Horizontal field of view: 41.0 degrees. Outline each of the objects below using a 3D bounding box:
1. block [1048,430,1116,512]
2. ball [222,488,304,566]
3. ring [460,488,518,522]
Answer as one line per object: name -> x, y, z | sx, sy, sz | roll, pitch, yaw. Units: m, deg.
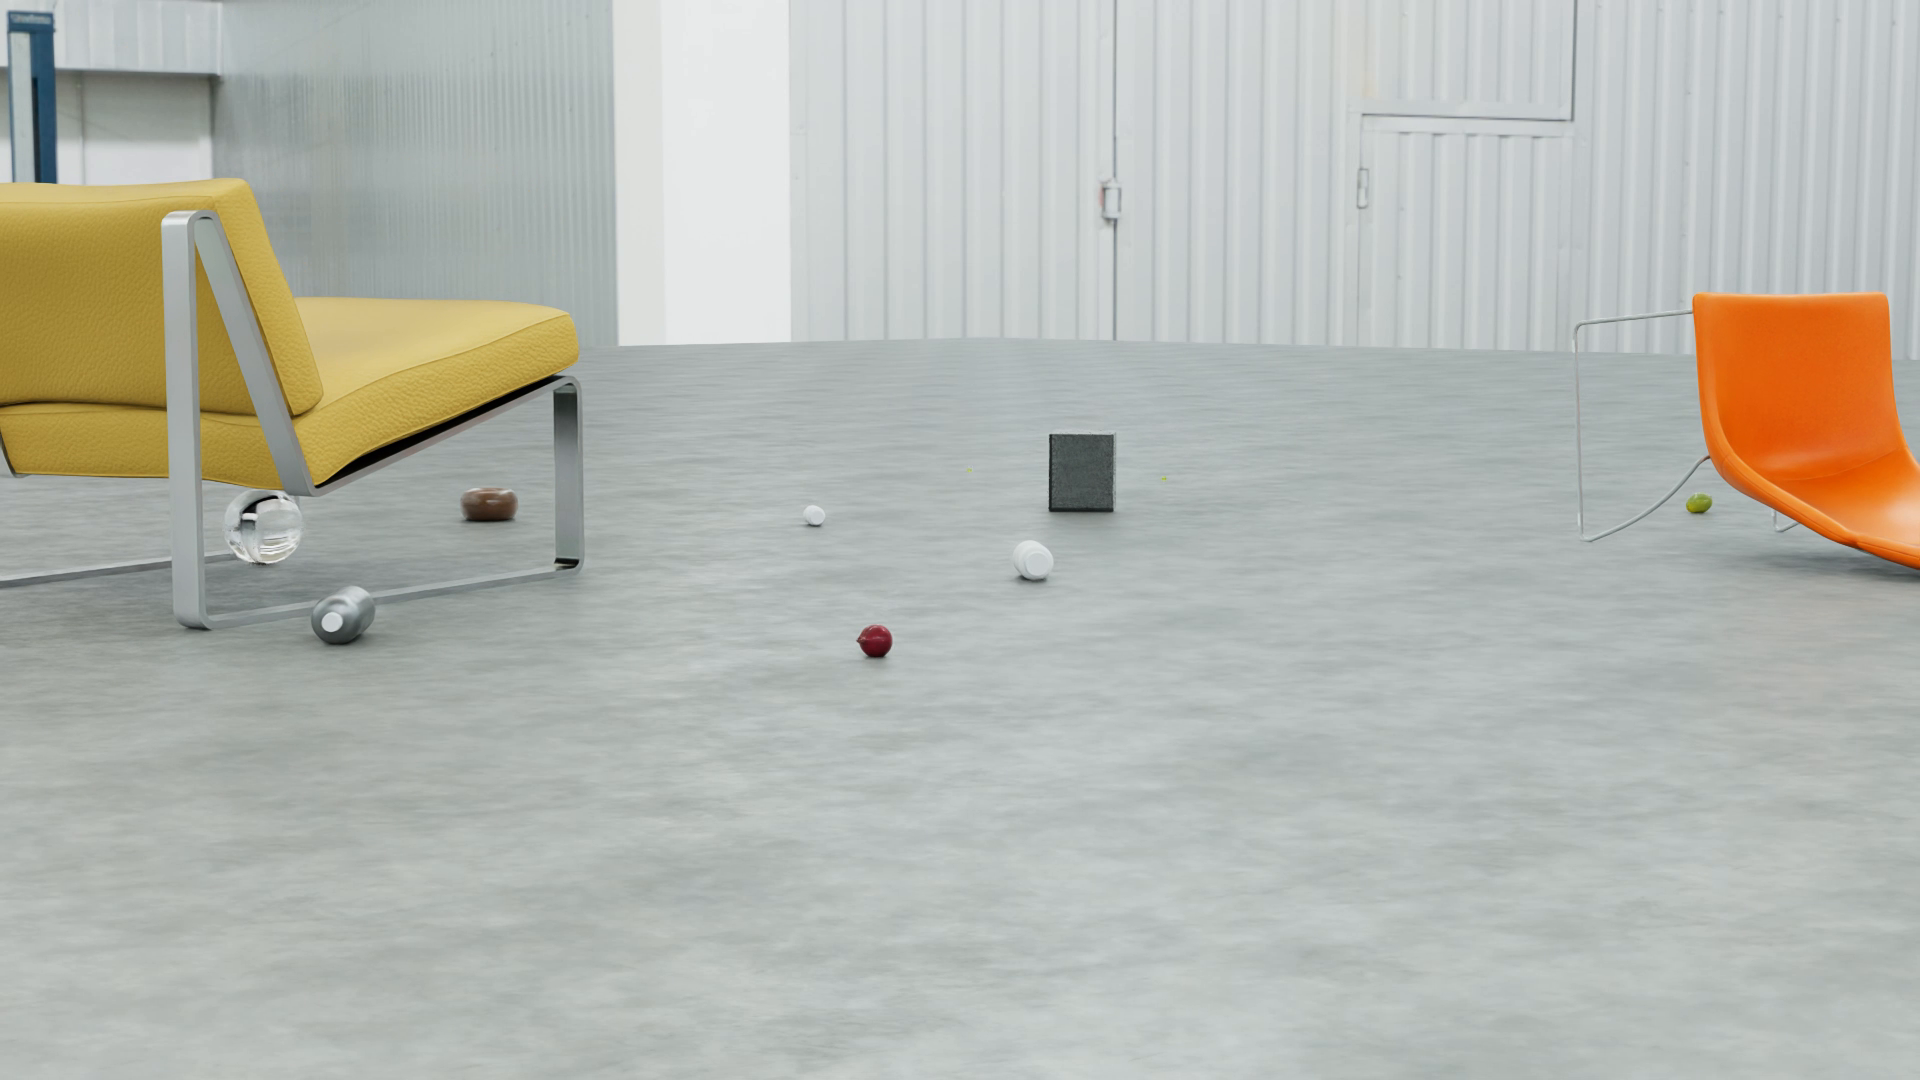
block -> 0.348, -0.197, 7.265 | 0.180, 0.218, 0.220 | 1, 6, 6
ball -> -1.589, -0.031, 5.849 | 0.177, 0.177, 0.177 | 0, 6, 0
ring -> -1.278, -0.097, 6.965 | 0.157, 0.082, 0.213 | 1, 5, -4
